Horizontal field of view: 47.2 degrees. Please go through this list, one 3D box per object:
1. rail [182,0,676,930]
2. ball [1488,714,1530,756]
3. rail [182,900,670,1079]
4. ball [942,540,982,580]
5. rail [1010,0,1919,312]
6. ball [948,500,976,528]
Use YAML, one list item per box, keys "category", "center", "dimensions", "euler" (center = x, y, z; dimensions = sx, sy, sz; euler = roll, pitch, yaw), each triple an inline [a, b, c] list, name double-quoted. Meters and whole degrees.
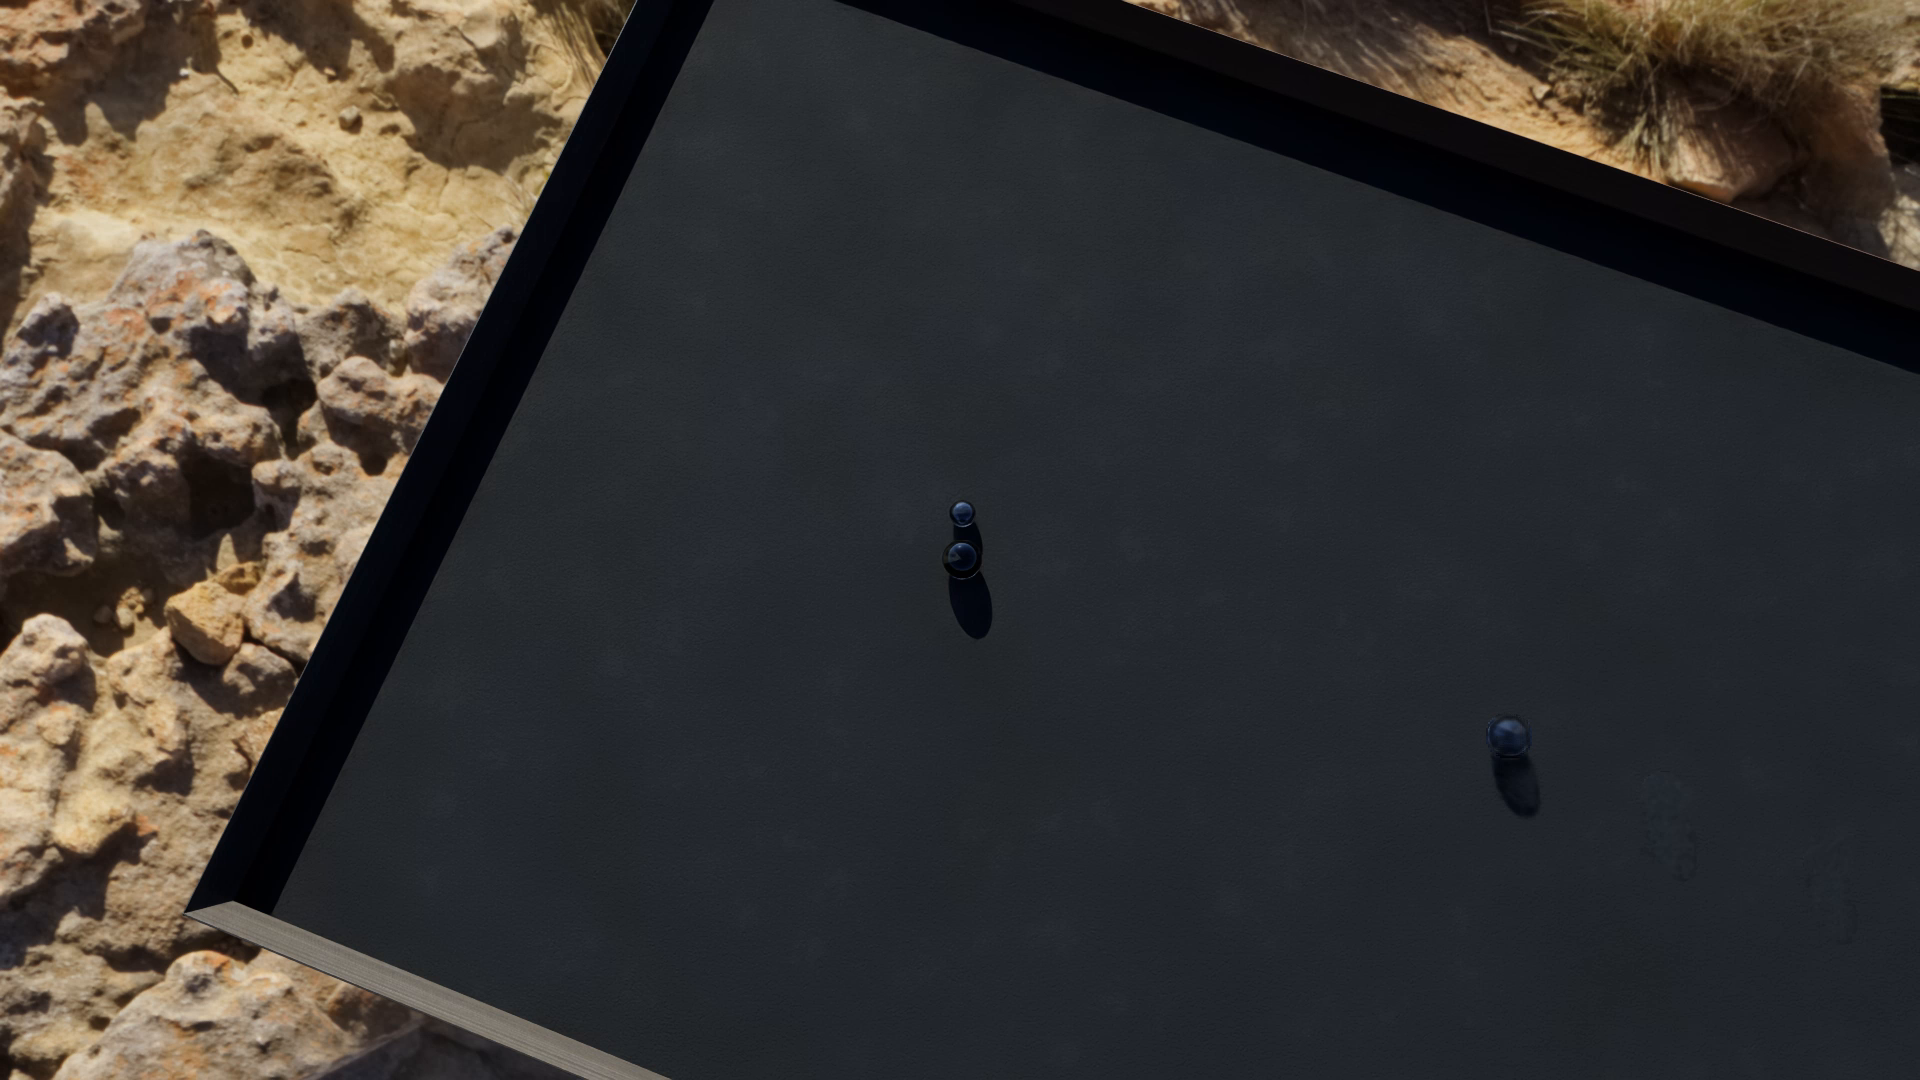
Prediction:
- category: "rail"
  center: [-0.754, -0.285, 3.481]
  dimensions: [0.045, 0.082, 1.909]
  euler: [20, 73, 6]
- category: "ball"
  center: [0.825, 0.294, 3.306]
  dimensions: [0.063, 0.063, 0.063]
  euler: [0, 72, 0]
- category: "rail"
  center: [0.437, 1.109, 3.033]
  dimensions: [3.332, 0.082, 0.045]
  euler: [20, 73, 6]
- category: "ball"
  center: [0.003, 0.030, 3.391]
  dimensions: [0.062, 0.062, 0.062]
  euler: [0, 72, 0]
- category: "rail"
  center: [1.115, -0.542, 3.564]
  dimensions: [3.332, 0.082, 0.045]
  euler: [20, 73, 6]
- category: "ball"
  center: [0.004, -0.041, 3.424]
  dimensions: [0.042, 0.042, 0.042]
  euler: [0, 72, 0]
